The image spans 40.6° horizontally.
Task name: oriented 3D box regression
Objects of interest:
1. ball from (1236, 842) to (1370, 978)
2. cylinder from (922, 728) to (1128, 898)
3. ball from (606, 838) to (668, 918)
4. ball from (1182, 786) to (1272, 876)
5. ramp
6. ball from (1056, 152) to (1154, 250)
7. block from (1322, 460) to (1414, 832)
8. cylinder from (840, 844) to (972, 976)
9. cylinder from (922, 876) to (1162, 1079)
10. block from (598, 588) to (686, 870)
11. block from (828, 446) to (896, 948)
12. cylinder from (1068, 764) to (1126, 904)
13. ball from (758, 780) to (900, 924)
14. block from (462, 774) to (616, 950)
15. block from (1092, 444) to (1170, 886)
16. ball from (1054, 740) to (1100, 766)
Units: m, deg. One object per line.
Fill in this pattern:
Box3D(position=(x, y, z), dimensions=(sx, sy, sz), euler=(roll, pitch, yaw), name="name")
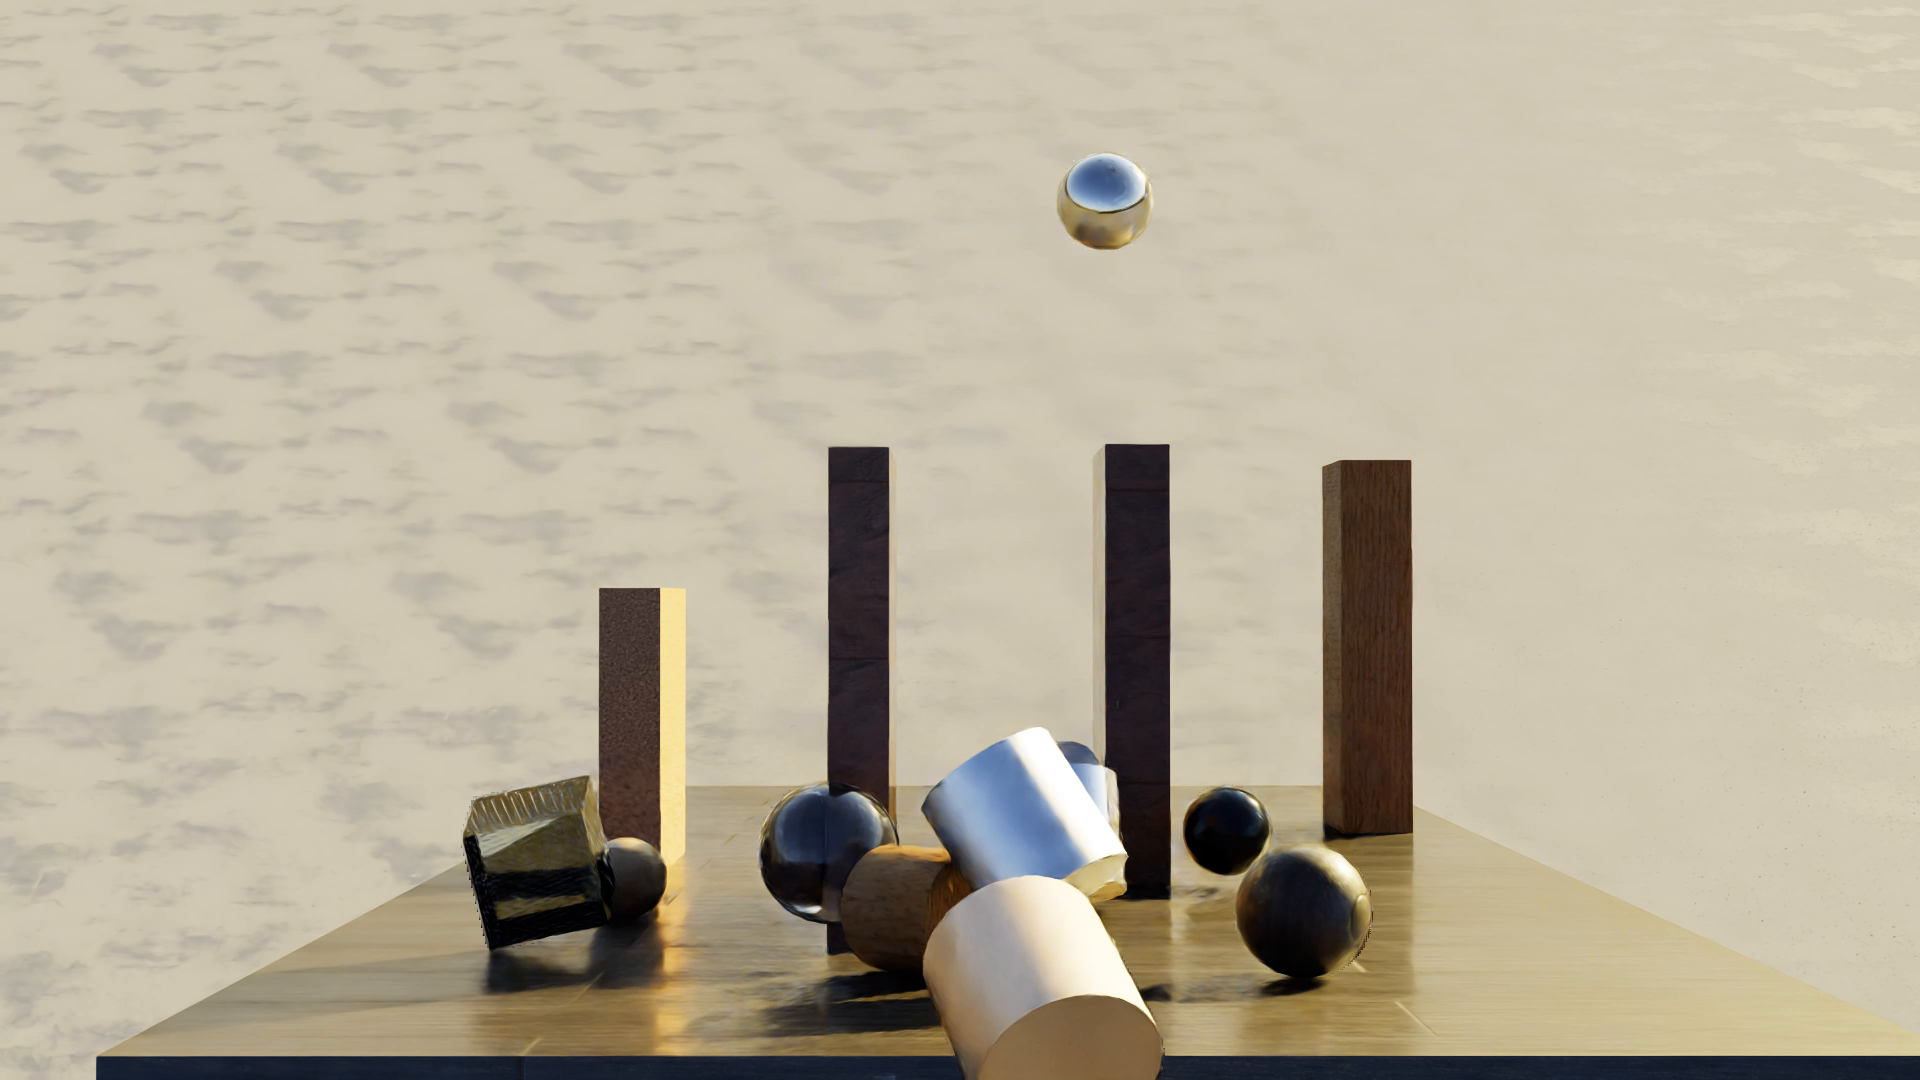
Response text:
Box3D(position=(0.443, 0.479, 3.356), dimensions=(0.173, 0.173, 0.173), euler=(0, 34, 0), name="ball")
Box3D(position=(0.080, 0.366, 3.237), dimensions=(0.187, 0.187, 0.187), euler=(-22, 68, -29), name="cylinder")
Box3D(position=(-0.510, 0.518, 3.976), dimensions=(0.124, 0.124, 0.124), euler=(0, 34, 0), name="ball")
Box3D(position=(0.454, 0.495, 4.413), dimensions=(0.152, 0.152, 0.152), euler=(0, 34, 0), name="ball")
Box3D(position=(0.074, 0.647, 4.777), dimensions=(2.000, 0.100, 4.000), euler=(0, -1, 0), name="ramp")
Box3D(position=(0.166, -0.387, 2.962), dimensions=(0.111, 0.111, 0.111), euler=(0, 34, 0), name="ball")
Box3D(position=(0.872, 0.225, 5.566), dimensions=(0.148, 0.780, 0.279), euler=(0, -1, 0), name="block")
Box3D(position=(-0.039, 0.482, 3.366), dimensions=(0.164, 0.164, 0.164), euler=(-32, 19, -38), name="cylinder")
Box3D(position=(0.083, 0.487, 2.692), dimensions=(0.198, 0.198, 0.198), euler=(-9, 32, -13), name="cylinder")
Box3D(position=(-0.585, 0.344, 4.803), dimensions=(0.109, 0.509, 0.417), euler=(0, -1, 0), name="block")
Box3D(position=(-0.142, 0.225, 3.845), dimensions=(0.086, 0.703, 0.412), euler=(0, -1, 0), name="block")
Box3D(position=(0.163, 0.465, 4.071), dimensions=(0.183, 0.183, 0.183), euler=(-2, 70, -4), name="cylinder")
Box3D(position=(-0.179, 0.425, 3.538), dimensions=(0.194, 0.194, 0.194), euler=(0, 34, 0), name="ball")
Box3D(position=(-0.595, 0.455, 3.685), dimensions=(0.168, 0.168, 0.168), euler=(-12, 14, -1), name="block")
Box3D(position=(0.303, 0.218, 4.637), dimensions=(0.111, 0.753, 0.426), euler=(0, -1, 0), name="block")
Box3D(position=(0.182, 0.400, 4.417), dimensions=(0.117, 0.117, 0.117), euler=(0, 34, 0), name="ball")
